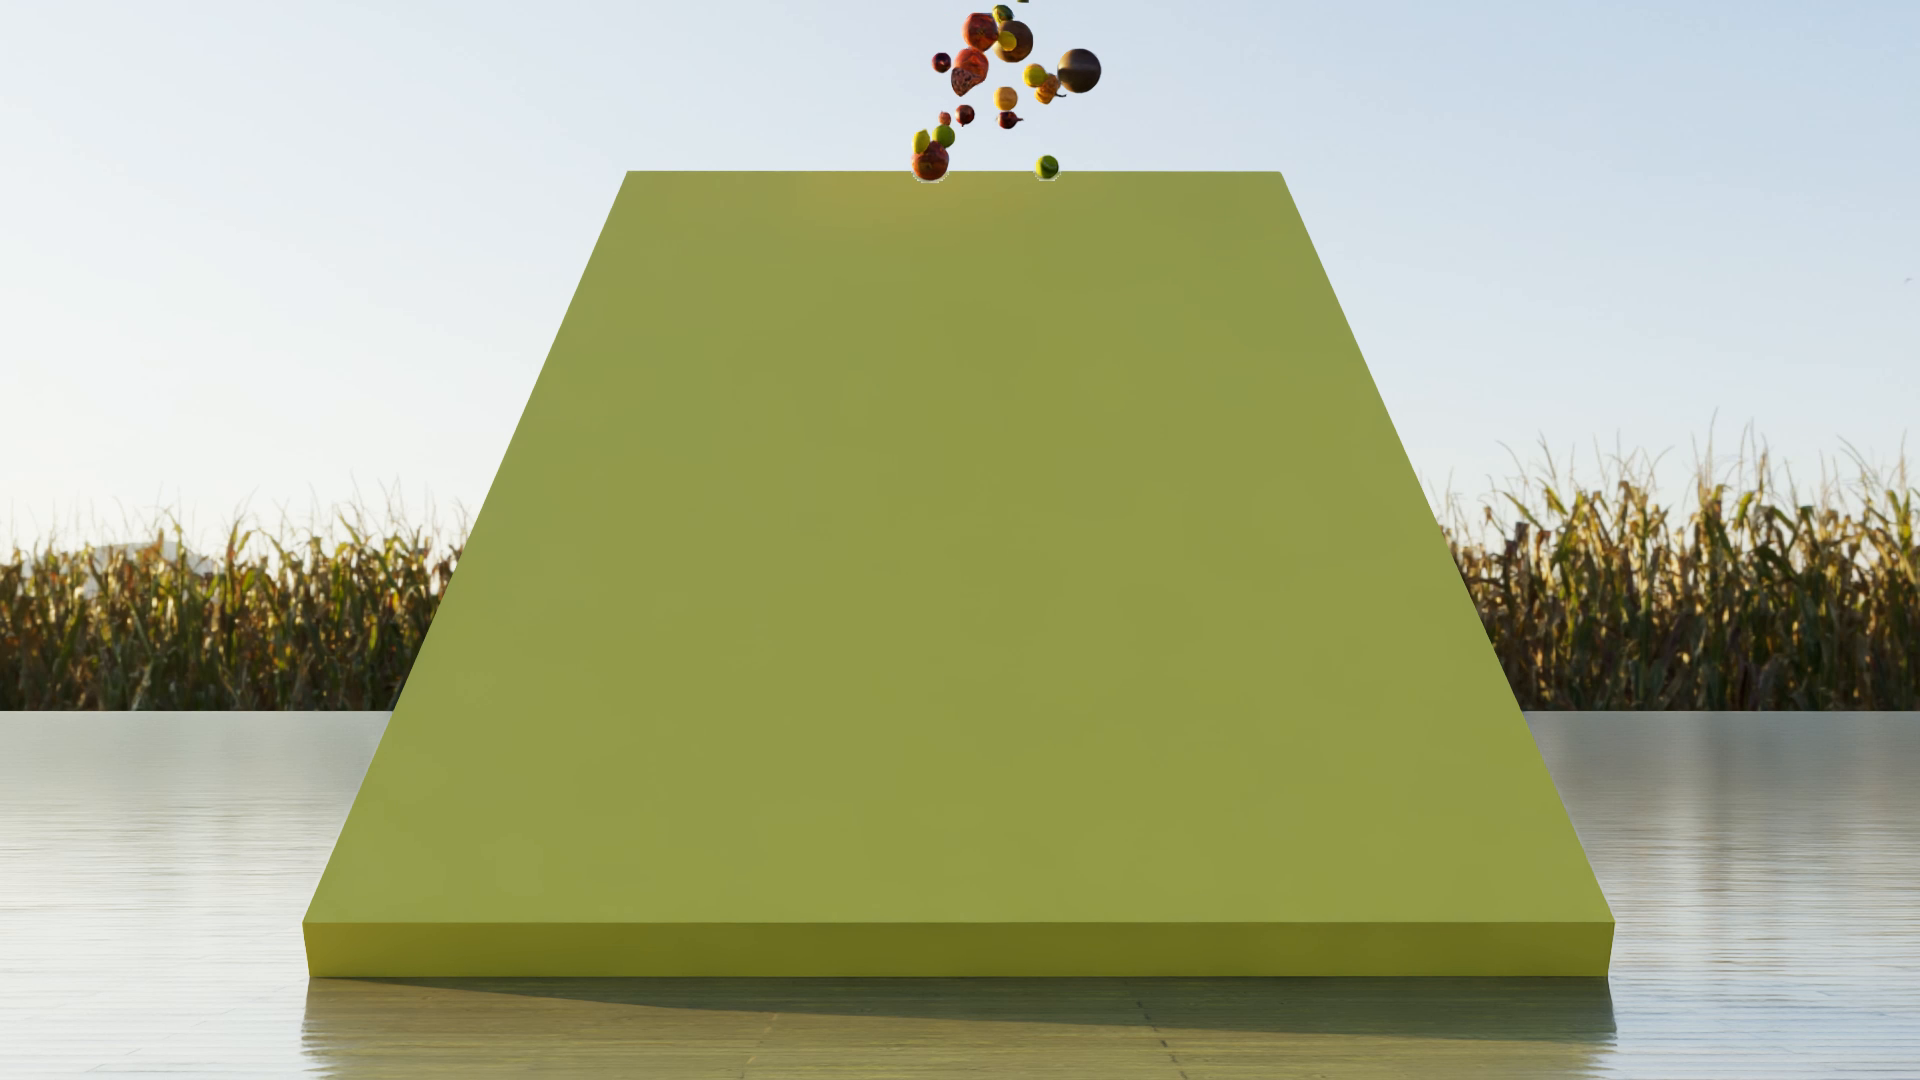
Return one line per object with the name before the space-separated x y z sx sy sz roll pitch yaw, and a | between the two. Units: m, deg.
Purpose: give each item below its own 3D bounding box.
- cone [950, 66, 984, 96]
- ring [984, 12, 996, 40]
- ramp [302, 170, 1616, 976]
cone | 0.033 -1.340 6.828 0.087 0.087 0.087 -3 -5 34
ring | 0.095 -1.585 7.245 0.029 0.088 0.088 1 -4 -8
ramp | -0.009 -0.229 5.401 2.000 0.100 4.000 0 25 0
